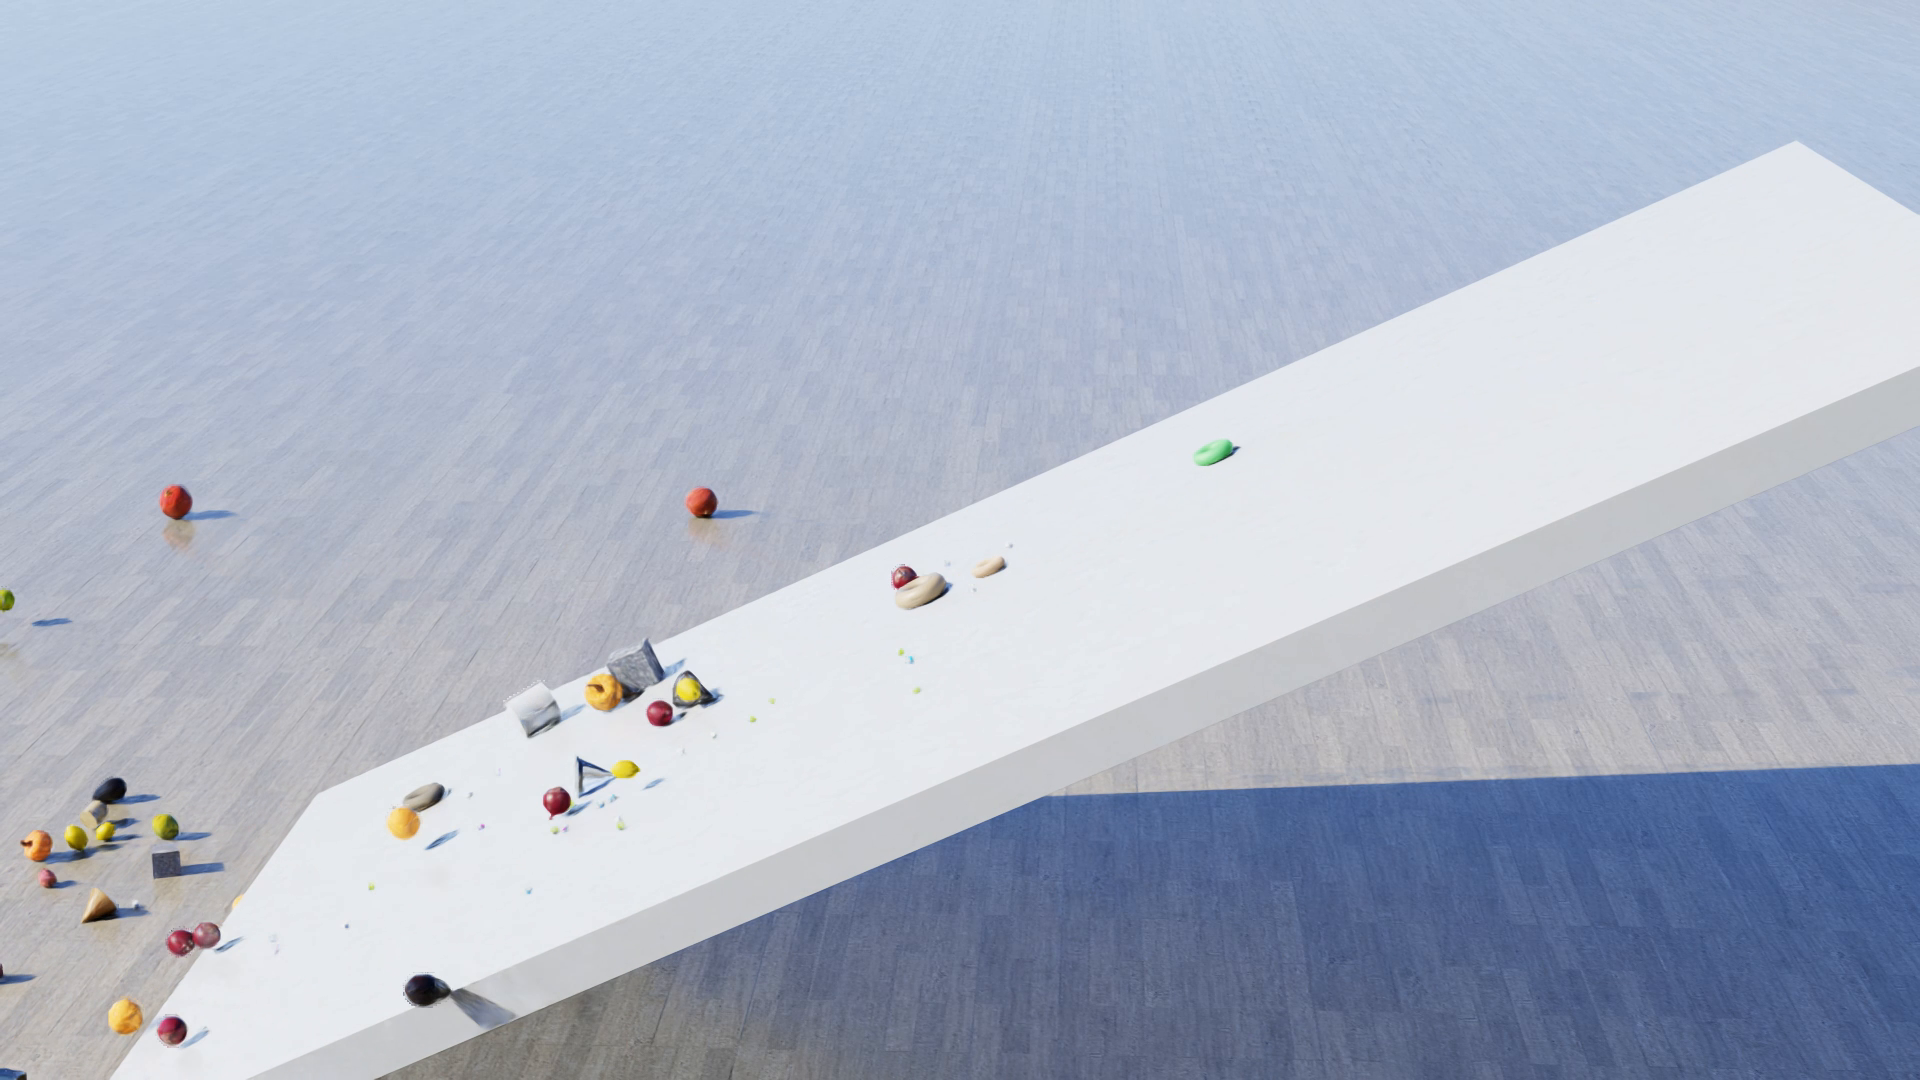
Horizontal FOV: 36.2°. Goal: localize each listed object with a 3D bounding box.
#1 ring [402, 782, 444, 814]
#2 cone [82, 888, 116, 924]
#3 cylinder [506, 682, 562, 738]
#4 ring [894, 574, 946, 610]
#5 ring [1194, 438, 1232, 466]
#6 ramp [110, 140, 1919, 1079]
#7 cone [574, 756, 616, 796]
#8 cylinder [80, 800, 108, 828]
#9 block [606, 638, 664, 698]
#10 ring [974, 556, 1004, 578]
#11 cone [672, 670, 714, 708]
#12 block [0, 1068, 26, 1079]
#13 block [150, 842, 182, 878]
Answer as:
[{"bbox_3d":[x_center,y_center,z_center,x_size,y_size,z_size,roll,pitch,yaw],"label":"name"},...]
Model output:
[{"bbox_3d":[-1.262,0.606,6.914,0.106,0.035,0.106,-23,14,6],"label":"ring"},{"bbox_3d":[-2.060,0.883,6.985,0.079,0.079,0.079,11,50,33],"label":"cone"},{"bbox_3d":[-1.028,0.410,7.089,0.098,0.098,0.098,-31,26,-18],"label":"cylinder"},{"bbox_3d":[-0.090,0.115,6.602,0.126,0.042,0.126,-25,12,6],"label":"ring"},{"bbox_3d":[0.569,-0.197,6.599,0.094,0.031,0.094,-26,13,7],"label":"ring"},{"bbox_3d":[0.135,0.169,6.282,4.000,0.100,2.000,-24,13,9],"label":"ramp"},{"bbox_3d":[-0.786,0.511,6.373,0.089,0.089,0.089,-2,16,-15],"label":"cone"},{"bbox_3d":[-2.226,0.706,7.561,0.052,0.052,0.052,5,31,18],"label":"cylinder"},{"bbox_3d":[-0.777,0.306,7.037,0.094,0.094,0.094,-24,13,8],"label":"block"},{"bbox_3d":[0.065,0.060,6.562,0.077,0.026,0.077,-24,13,6],"label":"ring"},{"bbox_3d":[-0.589,0.348,6.639,0.088,0.088,0.088,15,21,29],"label":"cone"},{"bbox_3d":[-1.964,1.131,6.055,0.061,0.061,0.061,6,17,19],"label":"block"},{"bbox_3d":[-1.960,0.790,7.260,0.066,0.066,0.066,-5,16,-17],"label":"block"}]
